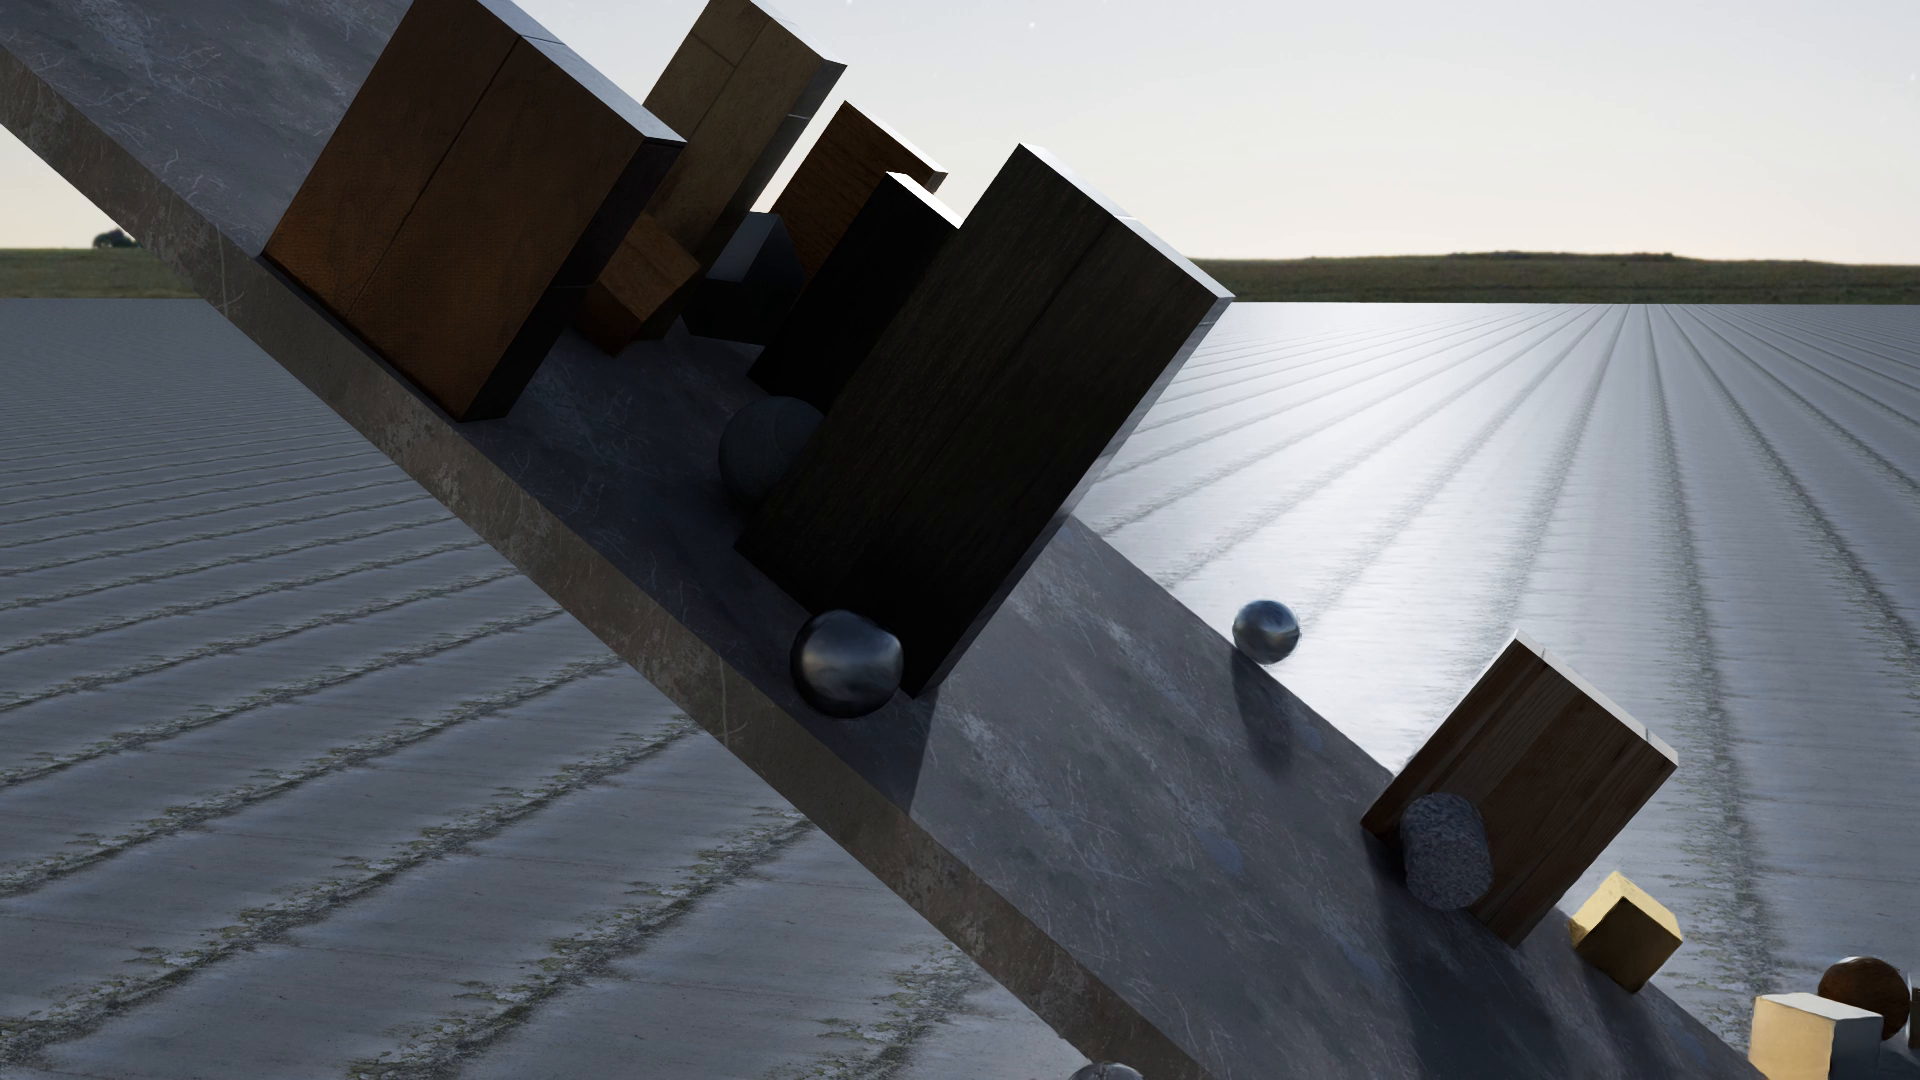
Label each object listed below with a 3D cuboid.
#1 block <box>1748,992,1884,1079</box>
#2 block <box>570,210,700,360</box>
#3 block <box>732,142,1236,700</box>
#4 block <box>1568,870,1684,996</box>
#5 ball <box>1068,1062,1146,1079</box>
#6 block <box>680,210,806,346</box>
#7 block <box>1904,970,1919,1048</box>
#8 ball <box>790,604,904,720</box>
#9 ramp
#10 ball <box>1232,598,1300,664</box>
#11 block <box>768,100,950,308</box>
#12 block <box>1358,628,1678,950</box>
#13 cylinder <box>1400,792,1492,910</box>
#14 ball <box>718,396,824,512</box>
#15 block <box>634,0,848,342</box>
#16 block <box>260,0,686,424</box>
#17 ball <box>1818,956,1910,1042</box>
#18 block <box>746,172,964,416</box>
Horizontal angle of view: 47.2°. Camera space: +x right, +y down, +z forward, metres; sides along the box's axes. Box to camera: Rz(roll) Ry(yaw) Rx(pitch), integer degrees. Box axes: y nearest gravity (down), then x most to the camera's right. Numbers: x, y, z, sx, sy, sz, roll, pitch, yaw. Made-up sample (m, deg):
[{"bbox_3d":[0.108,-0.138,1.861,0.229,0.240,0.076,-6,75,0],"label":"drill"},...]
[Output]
[{"bbox_3d":[1.919,1.143,4.940,0.197,0.197,0.197,6,2,-37],"label":"block"},{"bbox_3d":[-0.593,-0.457,3.861,0.165,0.165,0.165,-50,8,-32],"label":"block"},{"bbox_3d":[0.029,-0.180,3.423,0.380,0.783,0.144,39,16,9],"label":"block"},{"bbox_3d":[1.398,0.825,4.627,0.156,0.156,0.156,37,16,2],"label":"block"},{"bbox_3d":[0.190,0.741,2.830,0.137,0.137,0.137,0,7,0],"label":"ball"},{"bbox_3d":[-0.436,-0.512,4.255,0.180,0.180,0.180,10,-33,24],"label":"block"},{"bbox_3d":[2.370,1.138,5.309,0.149,0.149,0.149,2,7,20],"label":"block"},{"bbox_3d":[-0.162,0.174,3.150,0.164,0.164,0.164,0,7,0],"label":"ball"},{"bbox_3d":[-0.050,0.109,4.063,4.000,0.100,2.000,39,16,9],"label":"ramp"},{"bbox_3d":[0.694,0.207,4.987,0.152,0.152,0.152,0,7,0],"label":"ball"},{"bbox_3d":[-0.268,-0.733,4.987,0.265,0.446,0.103,39,16,9],"label":"block"},{"bbox_3d":[1.099,0.489,4.343,0.387,0.484,0.131,39,16,9],"label":"block"},{"bbox_3d":[0.932,0.597,4.226,0.160,0.160,0.160,1,27,6],"label":"cylinder"},{"bbox_3d":[-0.302,-0.140,3.674,0.203,0.203,0.203,0,7,0],"label":"ball"},{"bbox_3d":[-0.494,-0.691,4.052,0.241,0.628,0.122,39,16,9],"label":"block"},{"bbox_3d":[-0.722,-0.504,3.250,0.408,0.512,0.142,39,16,9],"label":"block"},{"bbox_3d":[2.178,1.109,5.301,0.209,0.209,0.209,0,7,0],"label":"ball"},{"bbox_3d":[-0.159,-0.434,4.290,0.272,0.489,0.118,39,16,9],"label":"block"}]
